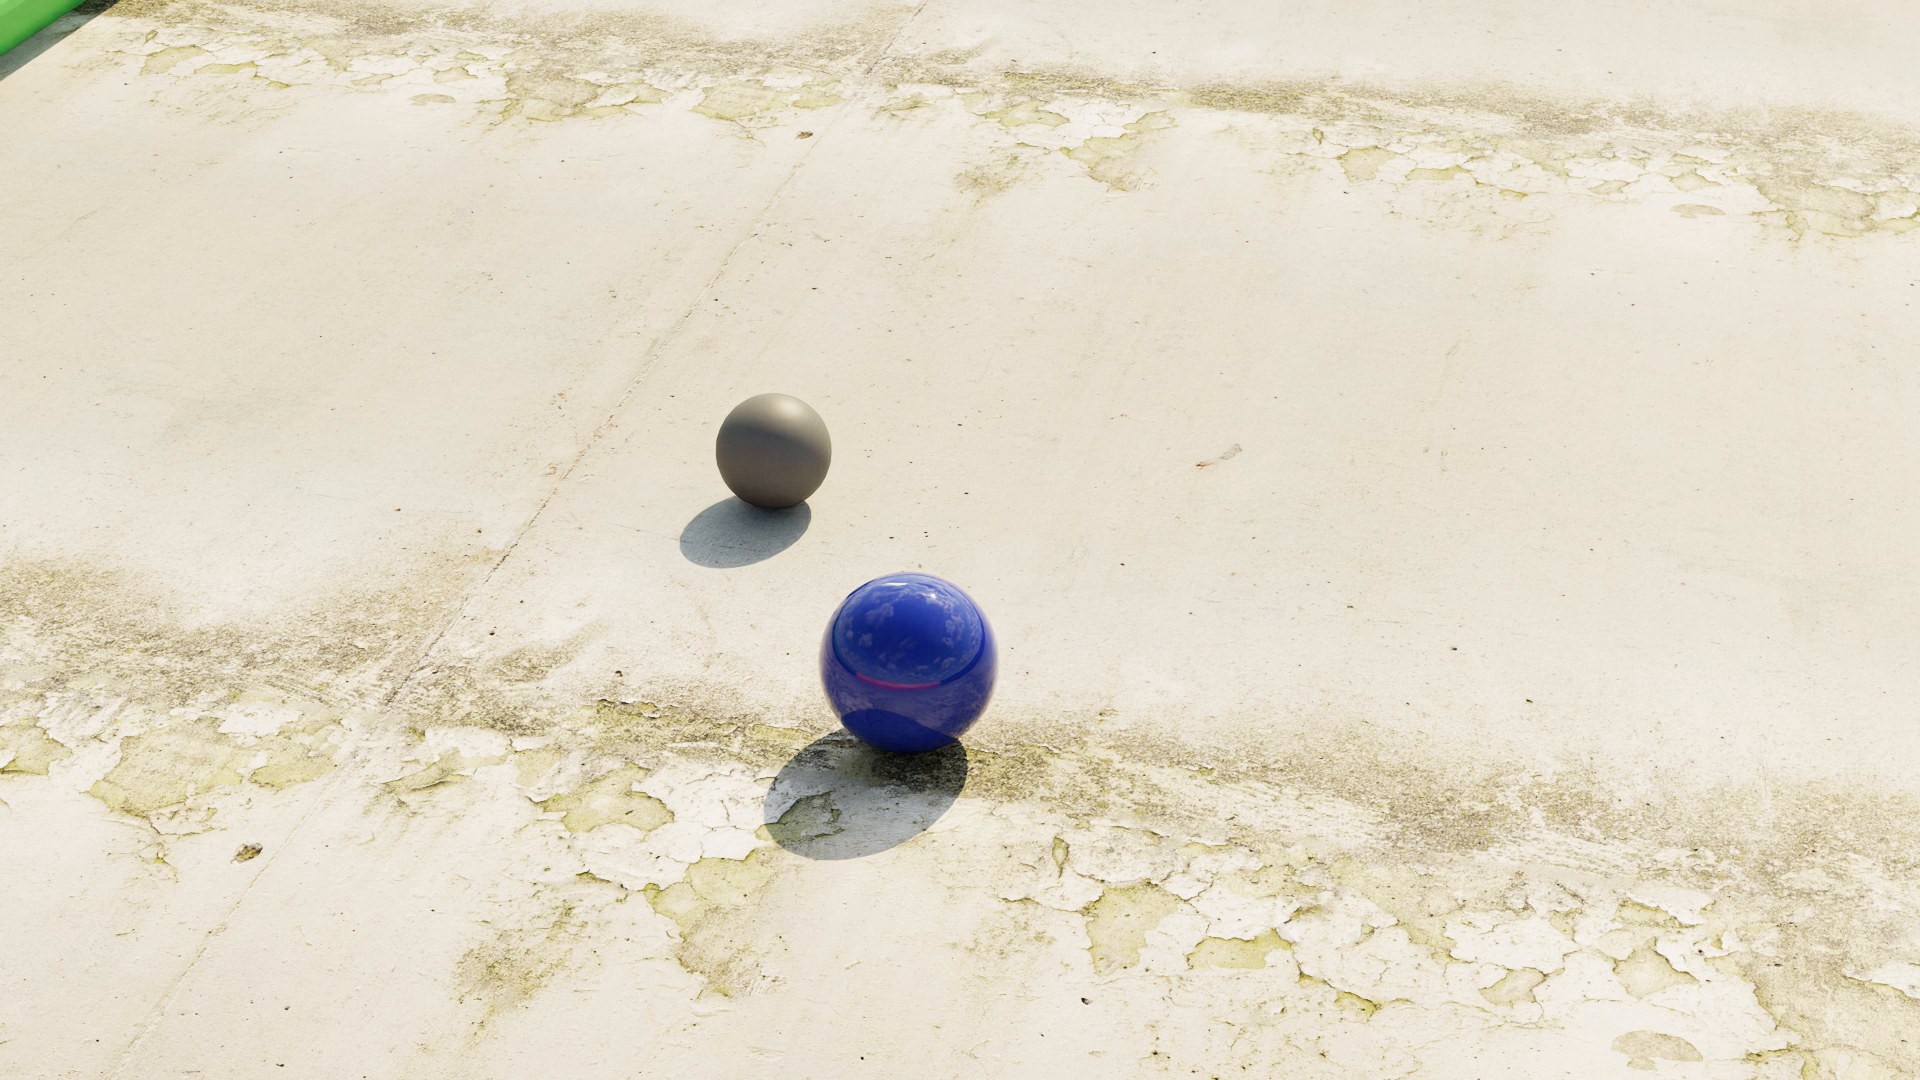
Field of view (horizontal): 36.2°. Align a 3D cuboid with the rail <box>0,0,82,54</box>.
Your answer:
[{"bbox_3d":[-0.727,-0.575,2.643,0.045,0.123,3.735,7,30,12],"label":"rail"}]

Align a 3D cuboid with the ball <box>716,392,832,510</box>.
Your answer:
[{"bbox_3d":[-0.112,-0.053,1.764,0.070,0.070,0.070,0,29,0],"label":"ball"}]

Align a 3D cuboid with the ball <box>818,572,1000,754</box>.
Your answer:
[{"bbox_3d":[-0.027,0.064,1.529,0.095,0.095,0.095,0,29,0],"label":"ball"}]
